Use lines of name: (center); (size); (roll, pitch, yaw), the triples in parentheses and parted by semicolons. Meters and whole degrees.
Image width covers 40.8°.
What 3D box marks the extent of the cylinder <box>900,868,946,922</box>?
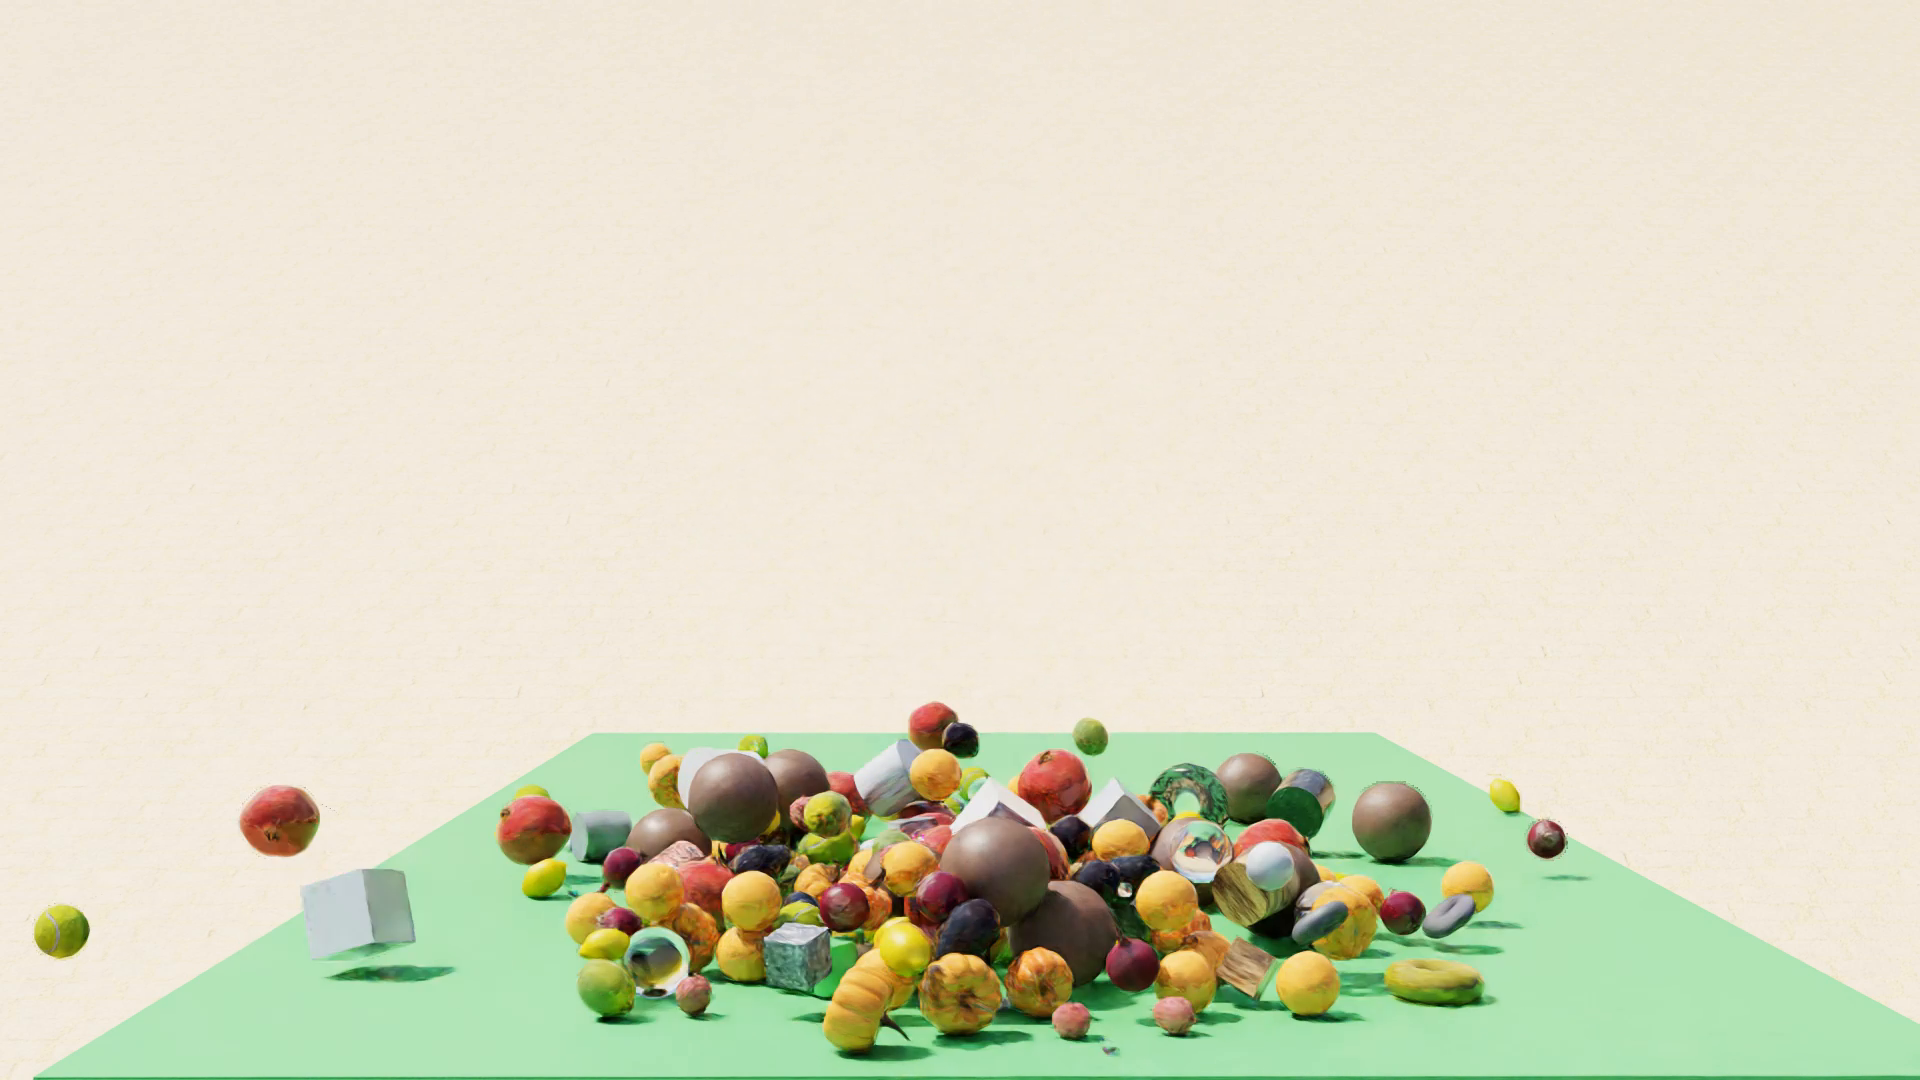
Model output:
cylinder: (-0.048, 0.493, 3.593); (0.055, 0.055, 0.055); (-19, 14, 5)

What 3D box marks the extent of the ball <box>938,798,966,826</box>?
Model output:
ball: (-0.014, 0.491, 4.674); (0.050, 0.050, 0.050); (0, 28, 0)

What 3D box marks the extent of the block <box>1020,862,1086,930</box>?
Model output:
block: (0.129, 0.490, 3.559); (0.079, 0.079, 0.079); (0, 1, 12)

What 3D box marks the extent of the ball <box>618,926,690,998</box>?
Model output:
ball: (-0.357, 0.494, 3.022); (0.084, 0.084, 0.084); (0, 28, 0)

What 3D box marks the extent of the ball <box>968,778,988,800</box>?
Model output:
ball: (0.044, 0.484, 4.942); (0.058, 0.058, 0.058); (0, 28, 0)

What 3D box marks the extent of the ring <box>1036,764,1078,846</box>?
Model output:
ring: (0.160, 0.442, 4.237); (0.050, 0.150, 0.150); (-6, 27, 12)

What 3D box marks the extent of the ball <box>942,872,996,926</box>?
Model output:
ball: (0.011, 0.448, 3.231); (0.067, 0.067, 0.067); (0, 28, 0)

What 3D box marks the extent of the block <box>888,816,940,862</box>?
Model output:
block: (-0.066, 0.434, 3.752); (0.057, 0.057, 0.057); (-5, -1, -17)

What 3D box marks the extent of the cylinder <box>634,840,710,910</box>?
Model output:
cylinder: (-0.405, 0.475, 3.638); (0.077, 0.077, 0.077); (18, 32, 30)

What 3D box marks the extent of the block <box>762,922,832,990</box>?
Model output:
block: (-0.182, 0.467, 2.902); (0.054, 0.054, 0.054); (3, 15, 28)

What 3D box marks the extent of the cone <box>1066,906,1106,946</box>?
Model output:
cone: (0.165, 0.470, 3.223); (0.052, 0.052, 0.052); (9, 30, 16)

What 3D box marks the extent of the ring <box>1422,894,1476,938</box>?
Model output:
ring: (0.635, 0.488, 3.354); (0.078, 0.026, 0.078); (-37, 4, 3)

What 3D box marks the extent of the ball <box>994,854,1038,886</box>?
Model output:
ball: (0.079, 0.472, 3.800); (0.073, 0.073, 0.073); (0, 28, 0)

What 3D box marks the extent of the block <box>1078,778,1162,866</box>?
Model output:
block: (0.231, 0.406, 3.734); (0.077, 0.077, 0.077); (-47, 15, 4)

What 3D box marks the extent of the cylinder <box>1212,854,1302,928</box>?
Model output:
cylinder: (0.383, 0.445, 3.326); (0.083, 0.083, 0.083); (22, 29, 35)

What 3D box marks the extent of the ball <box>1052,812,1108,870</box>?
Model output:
ball: (0.182, 0.452, 3.876); (0.088, 0.088, 0.088); (0, 28, 0)

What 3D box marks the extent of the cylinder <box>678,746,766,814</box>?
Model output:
cylinder: (-0.361, 0.365, 3.921); (0.097, 0.097, 0.097); (9, 18, -38)

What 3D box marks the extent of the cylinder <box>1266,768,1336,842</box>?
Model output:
cylinder: (0.564, 0.439, 4.274); (0.097, 0.097, 0.097); (10, 16, 18)

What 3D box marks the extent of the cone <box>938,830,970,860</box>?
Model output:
cone: (-0.002, 0.441, 3.802); (0.077, 0.077, 0.077); (3, 25, -23)

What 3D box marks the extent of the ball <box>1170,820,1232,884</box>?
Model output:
ball: (0.315, 0.408, 3.376); (0.081, 0.081, 0.081); (0, 28, 0)

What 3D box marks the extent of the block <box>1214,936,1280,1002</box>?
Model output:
block: (0.331, 0.494, 2.975); (0.051, 0.051, 0.051); (28, 81, 20)

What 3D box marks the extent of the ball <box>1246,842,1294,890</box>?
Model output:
ball: (0.379, 0.399, 3.163); (0.060, 0.060, 0.060); (0, 28, 0)

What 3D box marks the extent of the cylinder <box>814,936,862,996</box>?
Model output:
cylinder: (-0.146, 0.499, 3.027); (0.057, 0.057, 0.057); (-8, 4, 1)

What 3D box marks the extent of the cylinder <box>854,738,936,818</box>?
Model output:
cylinder: (-0.102, 0.376, 4.071); (0.090, 0.090, 0.090); (-38, 20, 21)

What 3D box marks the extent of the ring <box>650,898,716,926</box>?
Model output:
ring: (-0.377, 0.510, 3.547); (0.098, 0.033, 0.098); (-5, -6, -1)

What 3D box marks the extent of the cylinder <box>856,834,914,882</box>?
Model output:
cylinder: (-0.114, 0.486, 3.960); (0.063, 0.063, 0.063); (-25, 10, 38)

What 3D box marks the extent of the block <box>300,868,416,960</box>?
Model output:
block: (-0.742, 0.462, 3.186); (0.092, 0.092, 0.092); (-18, -15, 19)

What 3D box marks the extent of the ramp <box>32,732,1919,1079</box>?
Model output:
ramp: (0.063, 0.567, 4.607); (2.000, 0.100, 4.000); (0, 1, 0)

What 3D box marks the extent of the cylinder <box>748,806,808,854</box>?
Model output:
cylinder: (-0.304, 0.484, 4.315); (0.073, 0.073, 0.073); (-1, 21, -45)

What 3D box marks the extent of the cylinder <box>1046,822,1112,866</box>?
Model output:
cylinder: (0.193, 0.481, 4.097); (0.083, 0.083, 0.083); (19, 11, 31)

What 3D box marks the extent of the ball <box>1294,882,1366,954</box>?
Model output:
ball: (0.476, 0.486, 3.327); (0.092, 0.092, 0.092); (0, 28, 0)

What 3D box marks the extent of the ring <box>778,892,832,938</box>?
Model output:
ring: (-0.193, 0.486, 3.225); (0.033, 0.098, 0.098); (-14, 31, -33)

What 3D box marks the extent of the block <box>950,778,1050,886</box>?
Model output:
block: (0.052, 0.383, 3.400); (0.086, 0.086, 0.086); (36, 8, -16)

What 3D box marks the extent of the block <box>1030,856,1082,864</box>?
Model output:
block: (0.133, 0.494, 3.725); (0.066, 0.066, 0.066); (0, 1, 25)

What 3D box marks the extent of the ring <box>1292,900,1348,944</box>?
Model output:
ring: (0.428, 0.455, 3.070); (0.075, 0.075, 0.025); (-19, 66, -32)

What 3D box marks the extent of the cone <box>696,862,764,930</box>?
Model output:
cone: (-0.326, 0.465, 3.492); (0.088, 0.088, 0.088); (-42, 13, 12)

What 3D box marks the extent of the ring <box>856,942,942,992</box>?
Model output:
ring: (-0.086, 0.513, 3.100); (0.129, 0.043, 0.129); (0, 3, 0)

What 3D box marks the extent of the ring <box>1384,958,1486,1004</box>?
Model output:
ring: (0.555, 0.516, 3.020); (0.117, 0.039, 0.117); (2, 1, 0)

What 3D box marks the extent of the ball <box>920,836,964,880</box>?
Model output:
ball: (-0.028, 0.491, 3.988); (0.067, 0.067, 0.067); (0, 28, 0)

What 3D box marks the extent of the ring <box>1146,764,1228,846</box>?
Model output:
ring: (0.378, 0.446, 4.305); (0.147, 0.147, 0.049); (17, 3, 29)

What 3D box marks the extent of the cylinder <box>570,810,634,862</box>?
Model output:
cylinder: (-0.583, 0.481, 4.203); (0.078, 0.078, 0.078); (0, 25, -29)
